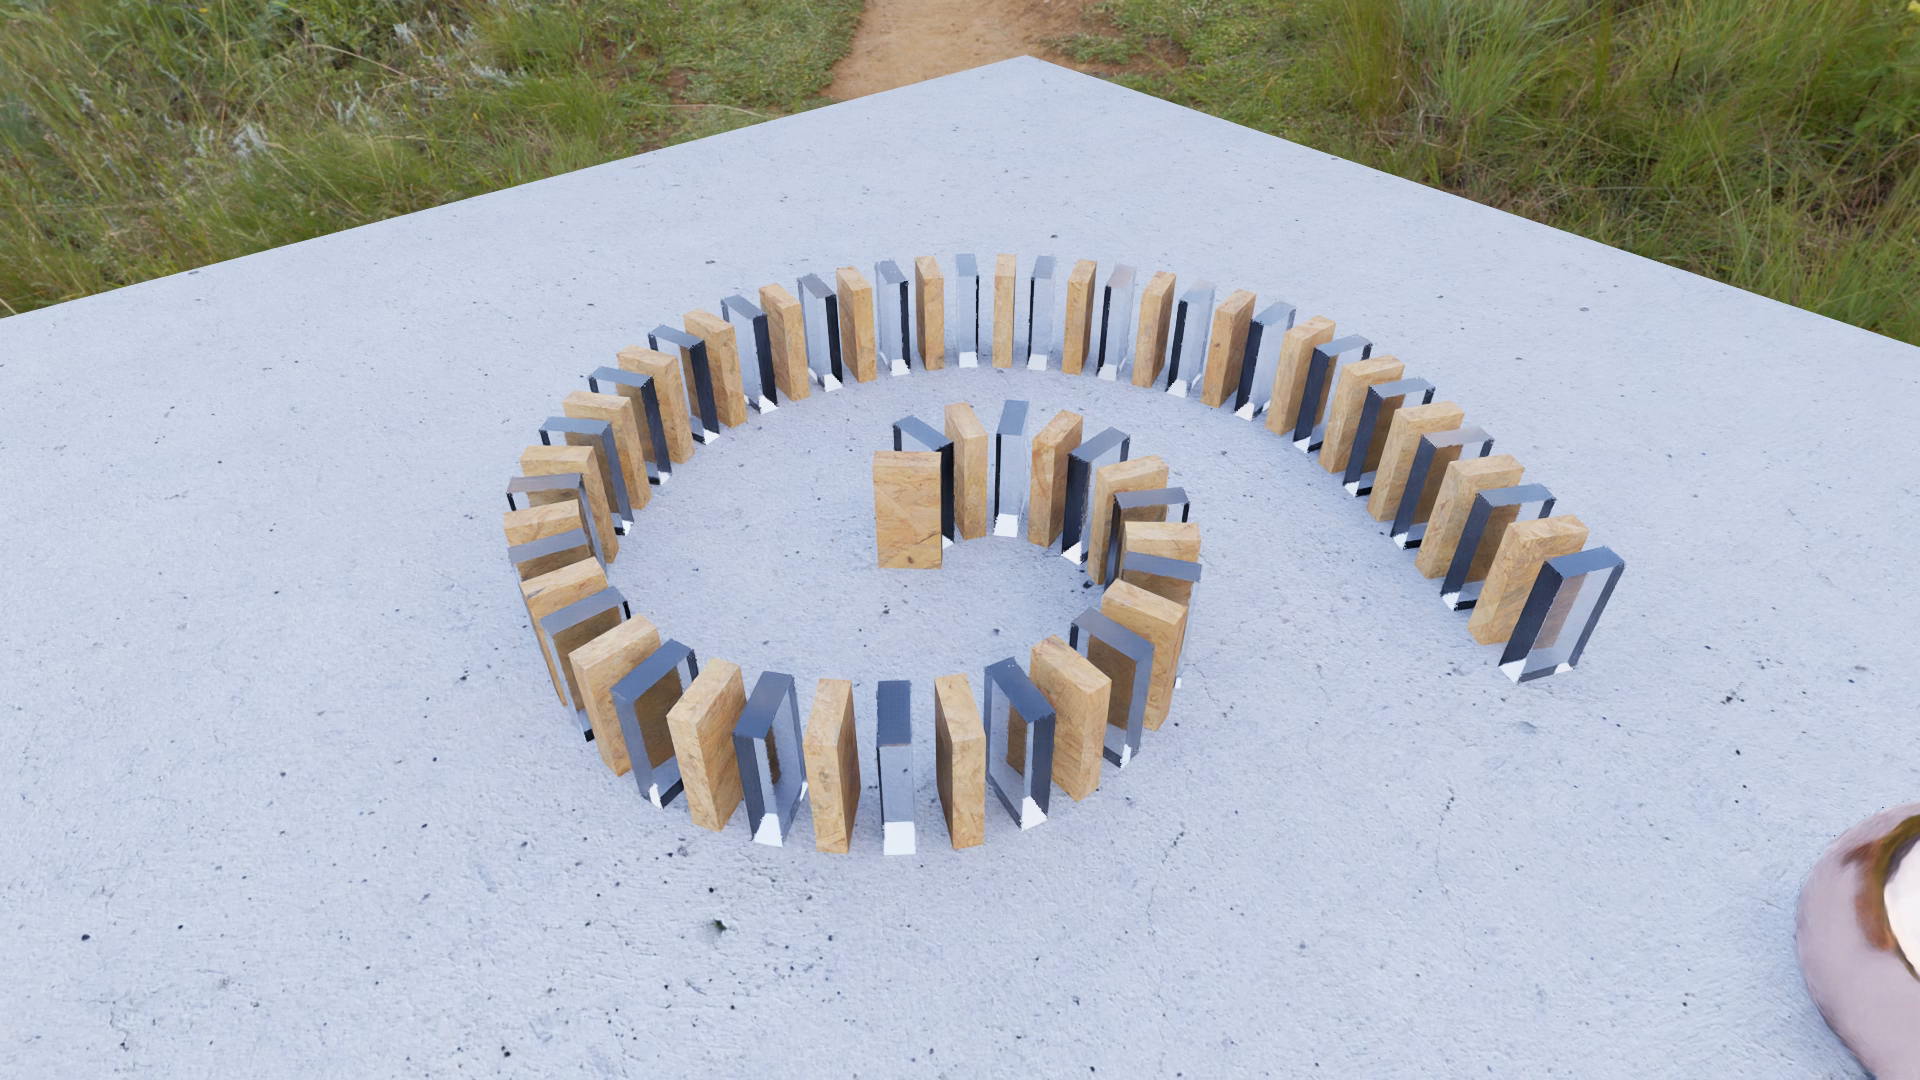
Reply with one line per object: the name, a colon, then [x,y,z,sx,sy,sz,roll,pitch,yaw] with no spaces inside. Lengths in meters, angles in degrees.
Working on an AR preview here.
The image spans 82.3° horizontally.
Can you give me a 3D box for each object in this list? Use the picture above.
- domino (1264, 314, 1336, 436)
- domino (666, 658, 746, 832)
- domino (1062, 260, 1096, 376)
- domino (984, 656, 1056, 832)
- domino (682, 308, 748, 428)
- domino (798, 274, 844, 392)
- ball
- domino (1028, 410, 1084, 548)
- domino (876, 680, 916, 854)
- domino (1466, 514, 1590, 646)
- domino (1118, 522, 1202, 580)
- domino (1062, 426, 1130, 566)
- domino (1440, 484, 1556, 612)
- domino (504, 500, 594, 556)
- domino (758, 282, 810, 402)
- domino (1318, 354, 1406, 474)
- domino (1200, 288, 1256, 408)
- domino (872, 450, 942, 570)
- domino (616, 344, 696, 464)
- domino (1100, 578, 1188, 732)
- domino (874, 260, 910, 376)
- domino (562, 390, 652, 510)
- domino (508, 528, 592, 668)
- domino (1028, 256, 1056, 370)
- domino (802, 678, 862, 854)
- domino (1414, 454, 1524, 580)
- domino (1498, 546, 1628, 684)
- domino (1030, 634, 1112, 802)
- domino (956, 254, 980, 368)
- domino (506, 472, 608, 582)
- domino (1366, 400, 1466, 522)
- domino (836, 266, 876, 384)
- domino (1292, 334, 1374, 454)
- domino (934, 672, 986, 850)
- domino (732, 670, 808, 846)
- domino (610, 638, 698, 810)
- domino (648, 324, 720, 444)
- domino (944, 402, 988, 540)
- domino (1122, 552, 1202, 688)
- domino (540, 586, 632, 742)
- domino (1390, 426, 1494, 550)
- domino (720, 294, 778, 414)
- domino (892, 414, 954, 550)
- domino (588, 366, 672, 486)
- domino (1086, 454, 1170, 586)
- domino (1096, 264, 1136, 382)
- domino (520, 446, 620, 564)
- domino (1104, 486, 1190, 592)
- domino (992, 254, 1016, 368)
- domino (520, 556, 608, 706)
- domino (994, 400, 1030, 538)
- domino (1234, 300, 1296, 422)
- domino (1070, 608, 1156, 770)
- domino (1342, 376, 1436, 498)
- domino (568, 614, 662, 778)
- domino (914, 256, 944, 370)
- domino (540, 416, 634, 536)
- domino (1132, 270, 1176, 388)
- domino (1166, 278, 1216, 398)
domino: [0.155,-0.075,0.503,0.025,0.050,0.009,-28,47,-30]
domino: [-0.074,0.063,0.335,0.009,0.050,0.025,14,41,16]
domino: [0.059,-0.110,0.546,0.010,0.050,0.025,10,40,12]
domino: [0.017,0.063,0.335,0.009,0.050,0.025,-19,43,-21]
domino: [-0.113,-0.079,0.508,0.025,0.050,0.009,31,48,32]
domino: [-0.068,-0.100,0.534,0.010,0.050,0.025,-19,43,-22]
ball: [0.250,0.102,0.263,0.080,0.080,0.080,0,39,0]
domino: [0.038,-0.024,0.441,0.009,0.050,0.025,21,44,23]
domino: [-0.019,0.068,0.328,0.010,0.050,0.025,-1,39,-2]
domino: [0.202,0.015,0.393,0.025,0.050,0.010,-8,40,-9]
domino: [0.069,0.016,0.392,0.025,0.050,0.009,1,39,1]
domino: [0.053,-0.017,0.432,0.010,0.050,0.025,32,49,33]
domino: [0.198,0.003,0.408,0.025,0.050,0.010,-7,40,-9]
domino: [-0.146,0.010,0.399,0.025,0.050,0.009,-12,41,-14]
domino: [-0.084,-0.094,0.527,0.010,0.050,0.025,-23,44,-25]
domino: [0.174,-0.054,0.478,0.025,0.050,0.009,-15,42,-17]
domino: [0.127,-0.091,0.522,0.009,0.050,0.025,24,45,26]
domino: [-0.020,-0.011,0.425,0.025,0.050,0.010,1,39,2]
domino: [-0.133,-0.059,0.484,0.025,0.050,0.009,17,42,19]
domino: [0.059,0.039,0.364,0.025,0.050,0.010,23,45,25]
domino: [-0.033,-0.110,0.546,0.010,0.050,0.025,-12,41,-14]
domino: [-0.146,-0.037,0.456,0.025,0.050,0.010,9,40,11]
domino: [-0.139,0.021,0.386,0.025,0.050,0.009,-17,42,-20]
domino: [0.041,-0.113,0.550,0.010,0.050,0.025,7,40,8]
domino: [-0.038,0.068,0.328,0.009,0.050,0.025,3,39,4]
domino: [0.195,-0.008,0.422,0.025,0.050,0.009,-8,40,-9]
domino: [0.207,0.026,0.379,0.025,0.050,0.009,-11,41,-13]
domino: [0.033,0.056,0.343,0.009,0.050,0.025,-27,46,-29]
domino: [0.003,-0.115,0.552,0.010,0.050,0.025,-3,39,-3]
domino: [-0.150,-0.001,0.413,0.025,0.050,0.010,-5,40,-6]
domino: [0.186,-0.032,0.450,0.025,0.050,0.009,-10,40,-12]
domino: [-0.051,-0.106,0.540,0.009,0.050,0.025,-16,42,-18]
domino: [0.166,-0.065,0.491,0.025,0.050,0.010,-19,43,-22]
domino: [0.000,0.067,0.330,0.009,0.050,0.025,-8,40,-10]
domino: [-0.056,0.066,0.331,0.010,0.050,0.025,8,40,9]
domino: [-0.091,0.058,0.341,0.010,0.050,0.025,22,44,25]
domino: [-0.124,-0.070,0.497,0.025,0.050,0.009,22,44,25]
domino: [0.002,-0.028,0.445,0.010,0.050,0.025,-12,41,-14]
domino: [0.067,0.028,0.377,0.025,0.050,0.009,10,40,12]
domino: [-0.118,0.041,0.361,0.025,0.050,0.009,-27,47,-29]
domino: [0.190,-0.020,0.436,0.025,0.050,0.009,-9,40,-10]
domino: [-0.099,-0.087,0.518,0.010,0.050,0.025,-27,47,-29]
domino: [-0.014,-0.022,0.438,0.010,0.050,0.025,-29,48,-31]
domino: [-0.141,-0.048,0.470,0.025,0.050,0.010,12,41,15]
domino: [0.064,-0.007,0.420,0.025,0.050,0.010,-14,41,-16]
domino: [0.077,-0.107,0.542,0.010,0.050,0.025,13,41,15]
domino: [-0.151,-0.013,0.428,0.025,0.050,0.009,1,39,1]
domino: [0.068,0.004,0.406,0.025,0.050,0.009,-5,40,-7]
domino: [0.022,-0.115,0.552,0.009,0.050,0.025,3,39,3]
domino: [-0.129,0.032,0.373,0.025,0.050,0.010,-22,44,-25]
domino: [0.021,-0.029,0.447,0.010,0.050,0.025,7,40,8]
domino: [0.142,-0.083,0.513,0.010,0.050,0.025,29,47,31]
domino: [0.047,0.048,0.353,0.025,0.050,0.010,31,48,32]
domino: [0.180,-0.043,0.464,0.025,0.050,0.010,-12,41,-14]
domino: [-0.106,0.050,0.350,0.009,0.050,0.025,31,49,32]
domino: [-0.015,-0.113,0.549,0.010,0.050,0.025,-8,40,-9]
domino: [-0.149,-0.025,0.442,0.025,0.050,0.009,5,40,6]
domino: [0.095,-0.102,0.536,0.009,0.050,0.025,16,42,19]
domino: [0.111,-0.097,0.530,0.010,0.050,0.025,20,43,22]
